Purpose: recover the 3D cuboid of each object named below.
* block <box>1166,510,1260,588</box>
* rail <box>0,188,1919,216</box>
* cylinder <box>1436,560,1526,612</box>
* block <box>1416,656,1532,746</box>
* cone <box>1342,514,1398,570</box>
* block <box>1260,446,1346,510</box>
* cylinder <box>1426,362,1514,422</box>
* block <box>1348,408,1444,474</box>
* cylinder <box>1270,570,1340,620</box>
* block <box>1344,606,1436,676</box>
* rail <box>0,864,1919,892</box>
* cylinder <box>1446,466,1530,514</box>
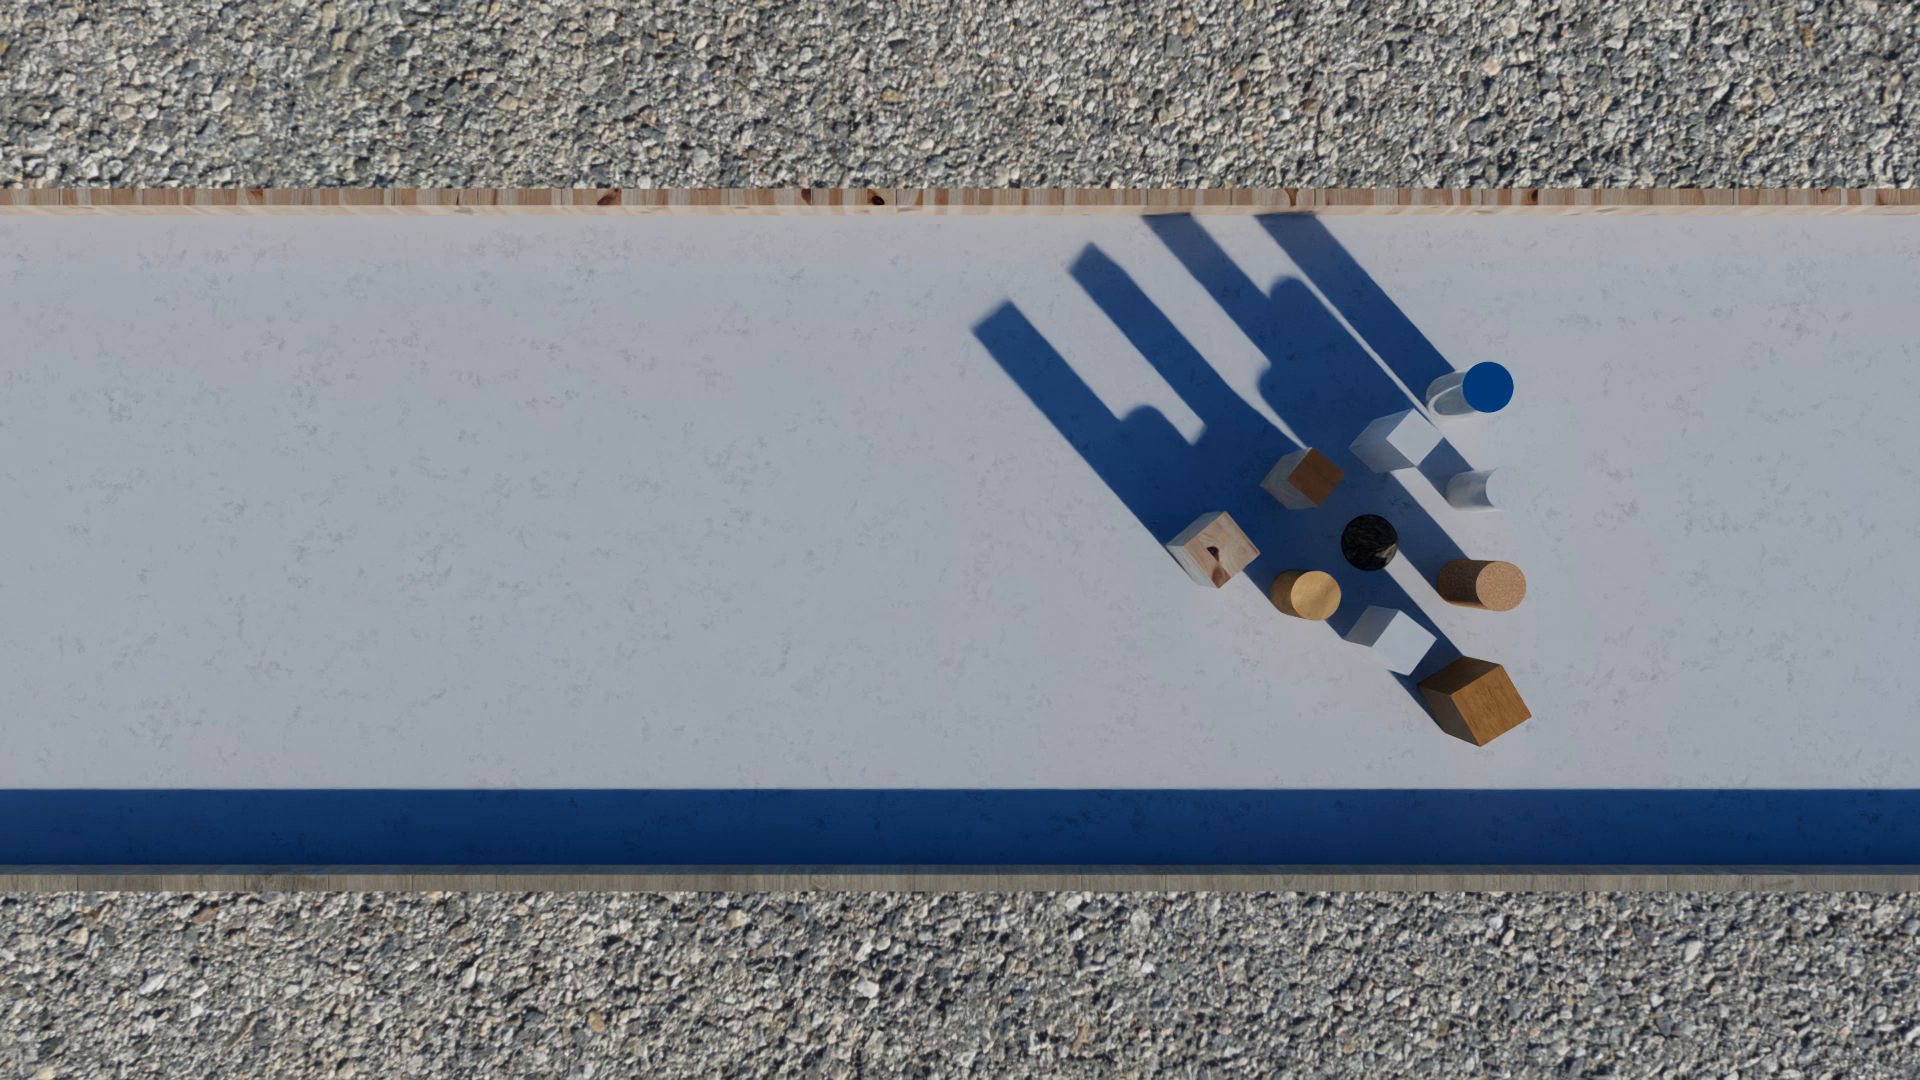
[{"bbox_3d":[0.740,0.028,4.865,0.156,0.423,0.156,-40,90,0],"label":"block"},{"bbox_3d":[-2.247,-1.025,5.002,12.000,0.150,0.050,0,90,0],"label":"rail"},{"bbox_3d":[1.538,0.132,4.882,0.144,0.389,0.144,0,90,0],"label":"cylinder"},{"bbox_3d":[1.521,0.475,4.900,0.173,0.353,0.173,-31,90,0],"label":"block"},{"bbox_3d":[1.261,0.008,4.920,0.175,0.313,0.175,0,90,0],"label":"cone"},{"bbox_3d":[1.005,-0.178,4.867,0.120,0.419,0.120,39,90,0],"label":"block"},{"bbox_3d":[1.505,-0.436,4.888,0.146,0.376,0.146,0,90,0],"label":"cylinder"},{"bbox_3d":[1.276,-0.288,4.850,0.117,0.453,0.117,42,90,0],"label":"block"},{"bbox_3d":[1.026,0.161,4.915,0.144,0.322,0.144,0,90,0],"label":"cylinder"},{"bbox_3d":[1.272,0.295,4.900,0.135,0.354,0.135,37,90,0],"label":"block"},{"bbox_3d":[-2.247,1.025,5.001,12.000,0.150,0.050,0,90,0],"label":"rail"},{"bbox_3d":[1.559,-0.147,4.884,0.129,0.384,0.129,0,90,0],"label":"cylinder"}]
